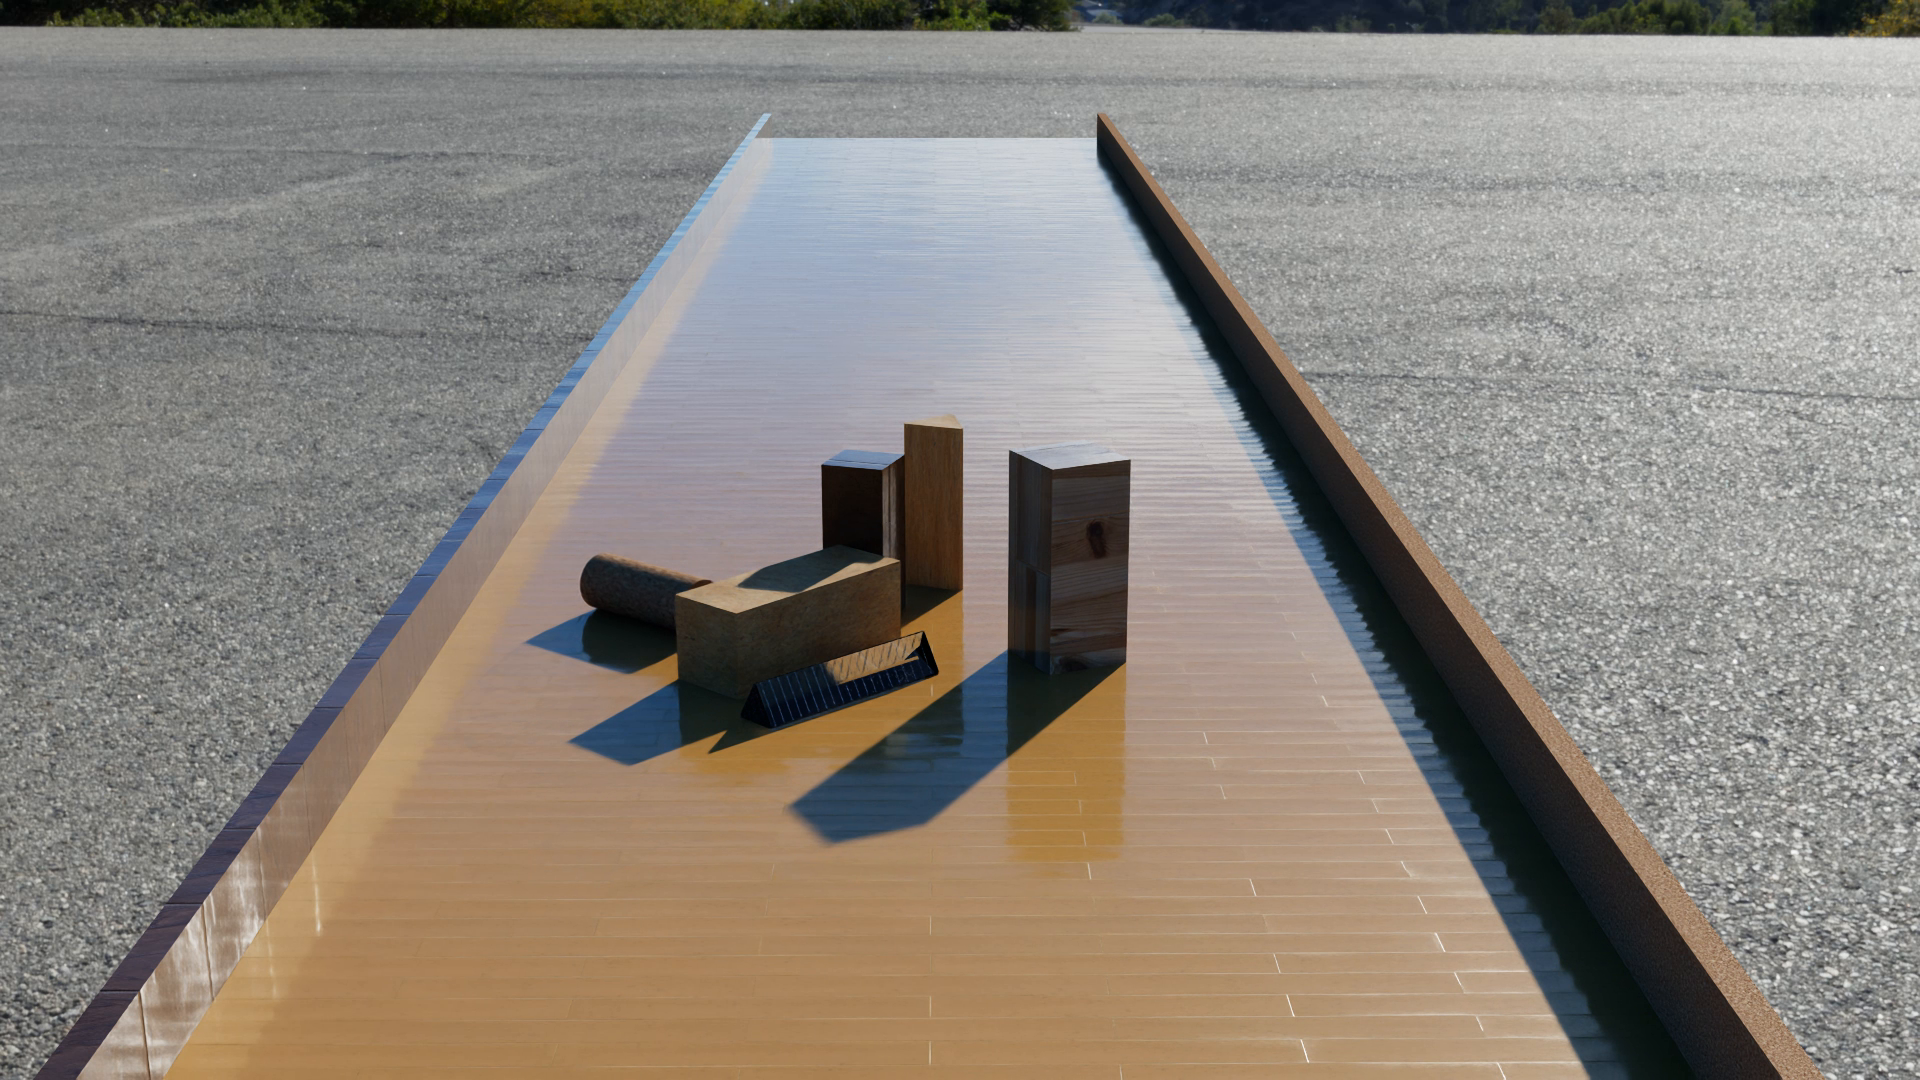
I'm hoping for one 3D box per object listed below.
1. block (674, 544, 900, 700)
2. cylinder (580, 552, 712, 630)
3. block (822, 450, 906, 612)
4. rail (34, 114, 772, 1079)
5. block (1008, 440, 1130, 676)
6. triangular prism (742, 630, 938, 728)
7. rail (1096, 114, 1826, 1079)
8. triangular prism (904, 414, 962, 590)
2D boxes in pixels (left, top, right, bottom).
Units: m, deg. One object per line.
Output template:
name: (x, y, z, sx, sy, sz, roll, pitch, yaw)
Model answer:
block: (-0.337, 0.157, 4.392, 0.174, 0.174, 0.453, 14, 22, 40)
cylinder: (-0.653, 0.113, 4.635, 0.303, 0.120, 0.120, 13, 21, 37)
block: (-0.202, -0.006, 4.651, 0.135, 0.340, 0.135, 5, 17, 18)
rail: (-1.118, -0.838, 7.780, 0.050, 0.150, 12.000, 0, 17, -1)
block: (0.215, 0.032, 4.382, 0.176, 0.419, 0.176, -8, 18, -26)
triangular prism: (-0.226, 0.259, 4.215, 0.428, 0.077, 0.089, -16, 23, -42)
rail: (0.932, -0.844, 7.801, 0.050, 0.150, 12.000, 0, 17, -1)
triangular prism: (-0.038, -0.088, 4.878, 0.135, 0.367, 0.117, 6, 18, 20)
